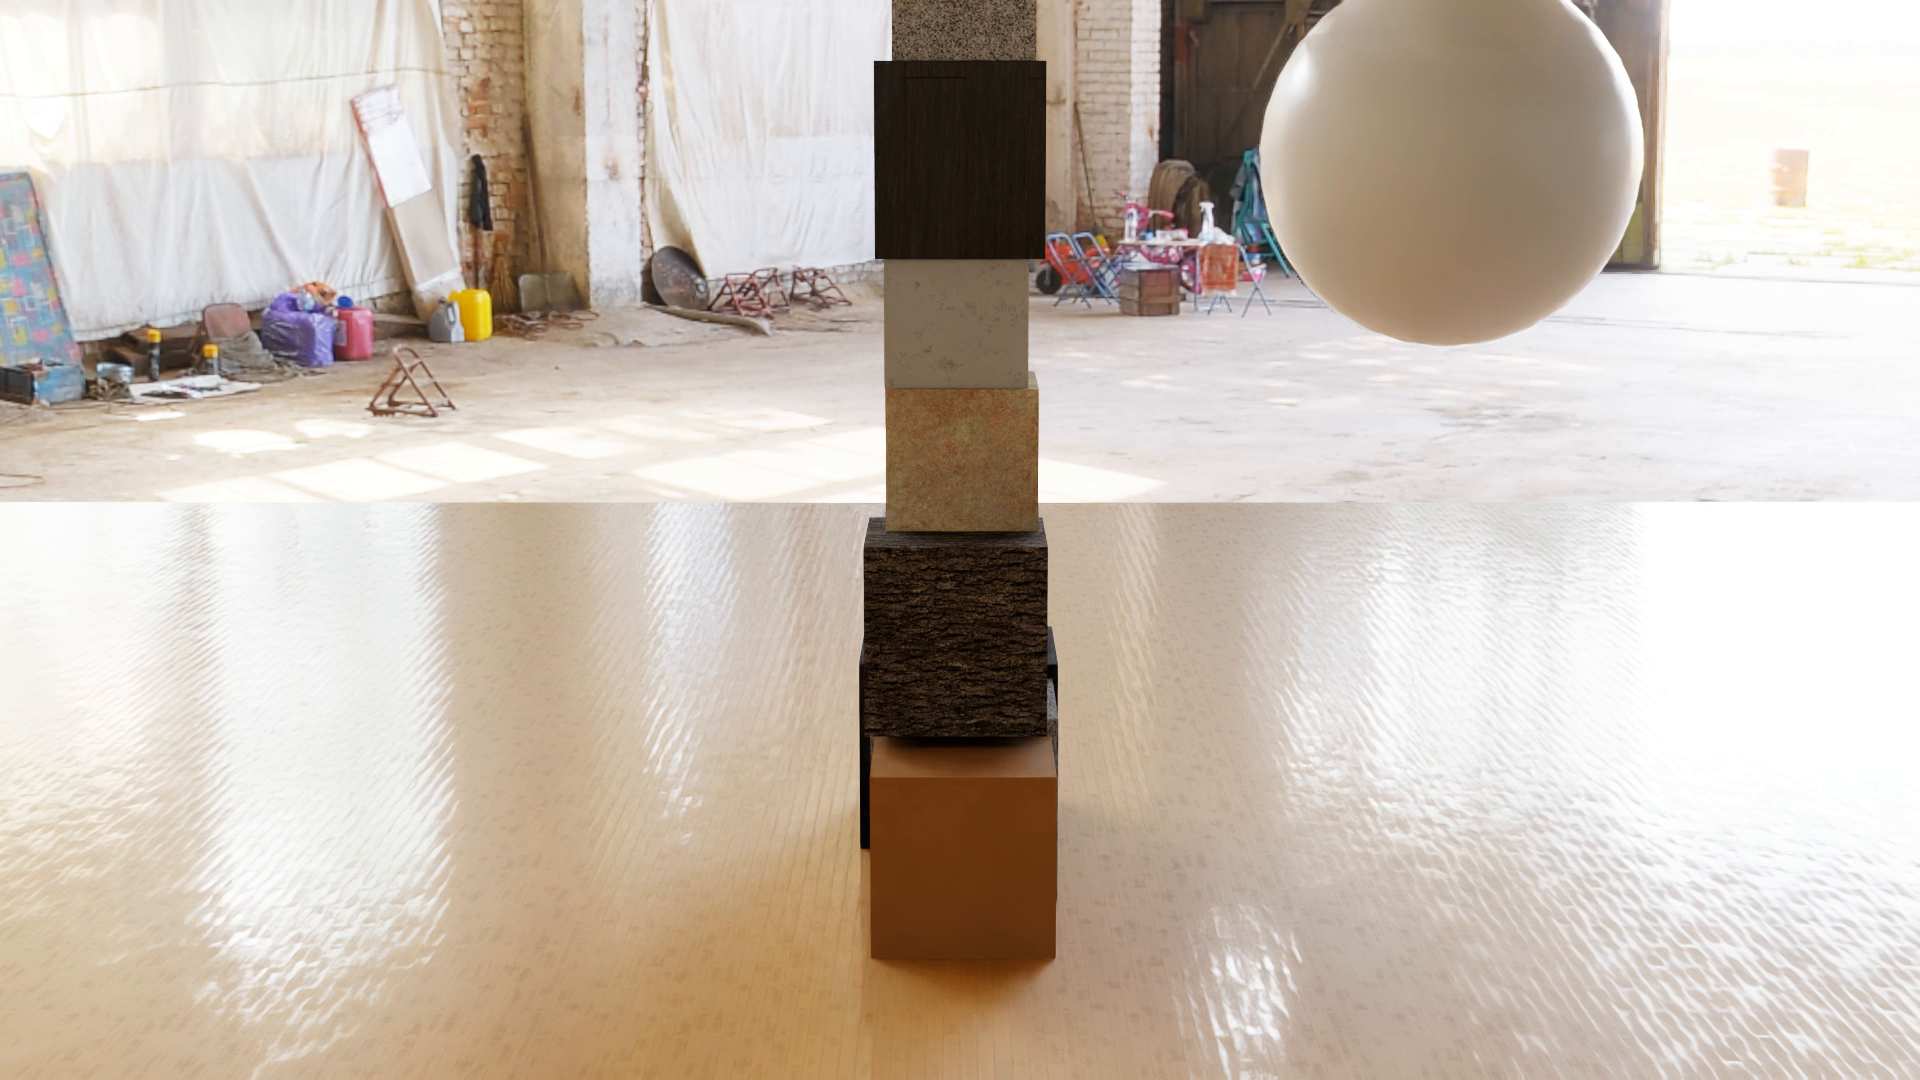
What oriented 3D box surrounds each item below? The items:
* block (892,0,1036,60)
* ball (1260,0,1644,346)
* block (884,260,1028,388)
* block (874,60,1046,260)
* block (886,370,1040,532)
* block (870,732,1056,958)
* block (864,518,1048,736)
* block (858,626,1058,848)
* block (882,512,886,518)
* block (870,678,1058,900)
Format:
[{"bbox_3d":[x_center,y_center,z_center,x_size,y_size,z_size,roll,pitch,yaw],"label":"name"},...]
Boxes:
[{"bbox_3d":[0.016,-2.319,10.759,0.590,0.609,0.645,0,10,0],"label":"block"},{"bbox_3d":[2.074,-1.623,10.885,1.600,1.600,1.600,0,10,0],"label":"ball"},{"bbox_3d":[-0.015,-0.957,11.006,0.603,0.542,0.607,0,10,0],"label":"block"},{"bbox_3d":[0.000,-1.621,10.886,0.707,0.809,0.675,0,10,0],"label":"block"},{"bbox_3d":[0.009,-0.394,11.109,0.643,0.602,0.669,0,10,0],"label":"block"},{"bbox_3d":[0.013,1.248,10.603,0.744,0.751,0.712,0,10,0],"label":"block"},{"bbox_3d":[-0.018,0.357,10.885,0.753,0.795,0.719,0,10,0],"label":"block"},{"bbox_3d":[-0.007,0.917,12.100,0.903,0.867,0.814,0,10,0],"label":"block"},{"bbox_3d":[-0.013,0.243,11.595,0.679,0.639,0.699,0,10,0],"label":"block"},{"bbox_3d":[0.018,1.089,11.326,0.800,0.804,0.749,0,10,0],"label":"block"}]
